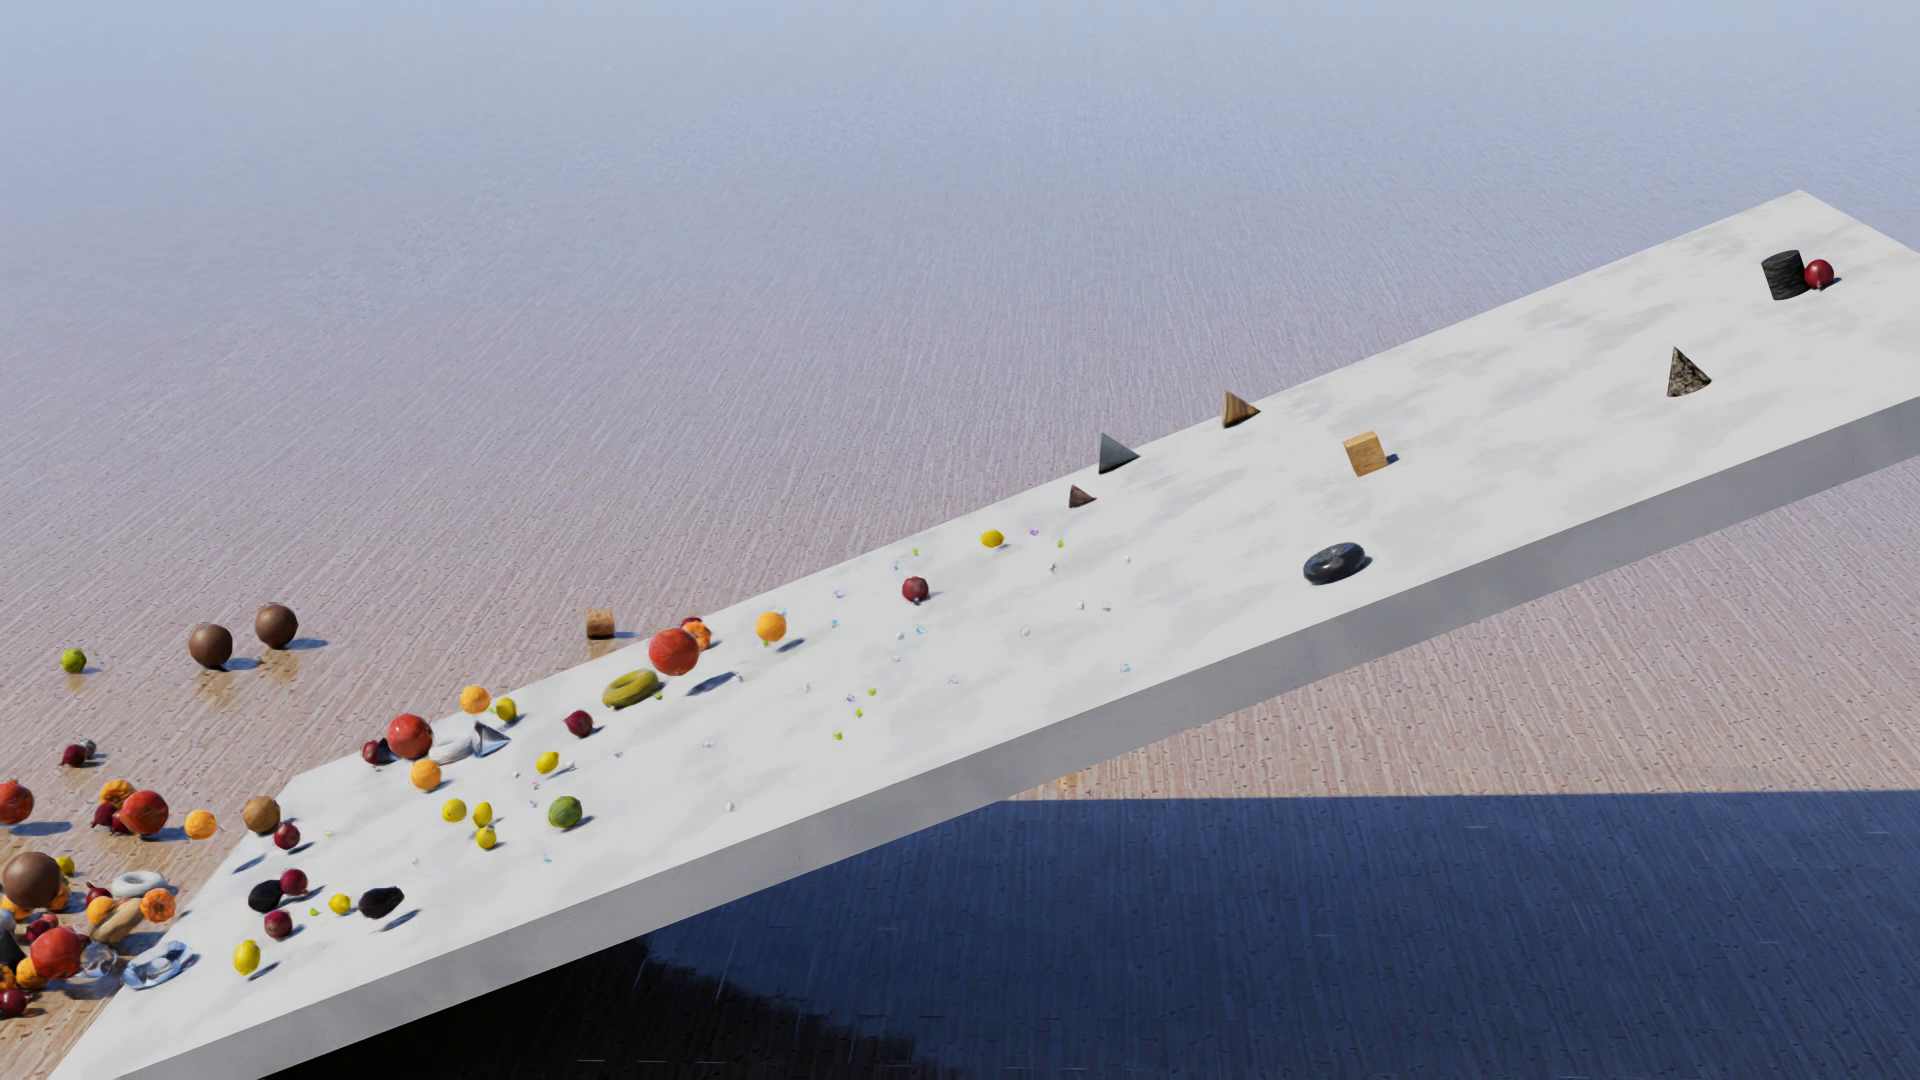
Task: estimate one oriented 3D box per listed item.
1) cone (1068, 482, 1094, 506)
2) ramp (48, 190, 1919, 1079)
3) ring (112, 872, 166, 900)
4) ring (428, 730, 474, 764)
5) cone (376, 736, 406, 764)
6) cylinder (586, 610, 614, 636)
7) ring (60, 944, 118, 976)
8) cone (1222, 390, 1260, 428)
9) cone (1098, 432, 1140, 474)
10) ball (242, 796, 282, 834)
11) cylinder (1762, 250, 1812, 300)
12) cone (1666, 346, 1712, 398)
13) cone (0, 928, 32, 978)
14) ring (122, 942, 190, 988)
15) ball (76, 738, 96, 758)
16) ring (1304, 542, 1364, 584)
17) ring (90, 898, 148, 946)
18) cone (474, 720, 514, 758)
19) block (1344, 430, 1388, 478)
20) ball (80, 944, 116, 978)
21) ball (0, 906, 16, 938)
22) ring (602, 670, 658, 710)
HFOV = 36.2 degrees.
[{"bbox_3d":[0.288,-0.099,6.861,0.058,0.058,0.058,14,15,2],"label":"cone"},{"bbox_3d":[0.125,0.173,6.289,4.000,0.100,2.000,-21,12,7],"label":"ramp"},{"bbox_3d":[-1.939,0.818,6.947,0.127,0.042,0.127,1,15,0],"label":"ring"},{"bbox_3d":[-1.199,0.492,6.976,0.131,0.044,0.131,-21,13,5],"label":"ring"},{"bbox_3d":[-1.380,0.523,7.198,0.068,0.068,0.068,15,20,26],"label":"cone"},{"bbox_3d":[-1.115,0.257,9.101,0.082,0.082,0.082,-3,14,-9],"label":"cylinder"},{"bbox_3d":[-1.927,0.928,6.504,0.124,0.041,0.124,-1,17,0],"label":"ring"},{"bbox_3d":[0.677,-0.310,7.034,0.090,0.090,0.090,4,14,-1],"label":"cone"},{"bbox_3d":[0.388,-0.206,7.098,0.100,0.100,0.100,5,14,3],"label":"cone"},{"bbox_3d":[-1.662,0.654,7.004,0.090,0.090,0.090,0,14,0],"label":"ball"},{"bbox_3d":[1.710,-0.548,6.089,0.080,0.080,0.080,-22,12,5],"label":"cylinder"},{"bbox_3d":[1.402,-0.337,5.714,0.090,0.090,0.090,-22,12,5],"label":"cone"},{"bbox_3d":[-2.103,0.901,6.496,0.098,0.098,0.098,0,14,0],"label":"cone"},{"bbox_3d":[-1.674,0.885,6.130,0.149,0.050,0.149,-21,13,5],"label":"ring"},{"bbox_3d":[-2.361,0.562,7.950,0.050,0.050,0.050,0,14,0],"label":"ball"},{"bbox_3d":[0.697,0.043,5.478,0.122,0.041,0.122,-23,13,6],"label":"ring"},{"bbox_3d":[-1.896,0.864,6.626,0.149,0.050,0.149,-36,10,8],"label":"ring"},{"bbox_3d":[-1.089,0.467,6.890,0.088,0.088,0.088,2,13,-19],"label":"cone"},{"bbox_3d":[0.842,-0.179,6.105,0.068,0.068,0.068,-22,12,5],"label":"block"},{"bbox_3d":[-1.858,0.906,6.336,0.075,0.075,0.075,0,14,0],"label":"ball"},{"bbox_3d":[-2.177,0.871,6.651,0.082,0.082,0.082,0,14,0],"label":"ball"},{"bbox_3d":[-0.764,0.345,6.809,0.141,0.047,0.141,-22,16,7],"label":"ring"}]
